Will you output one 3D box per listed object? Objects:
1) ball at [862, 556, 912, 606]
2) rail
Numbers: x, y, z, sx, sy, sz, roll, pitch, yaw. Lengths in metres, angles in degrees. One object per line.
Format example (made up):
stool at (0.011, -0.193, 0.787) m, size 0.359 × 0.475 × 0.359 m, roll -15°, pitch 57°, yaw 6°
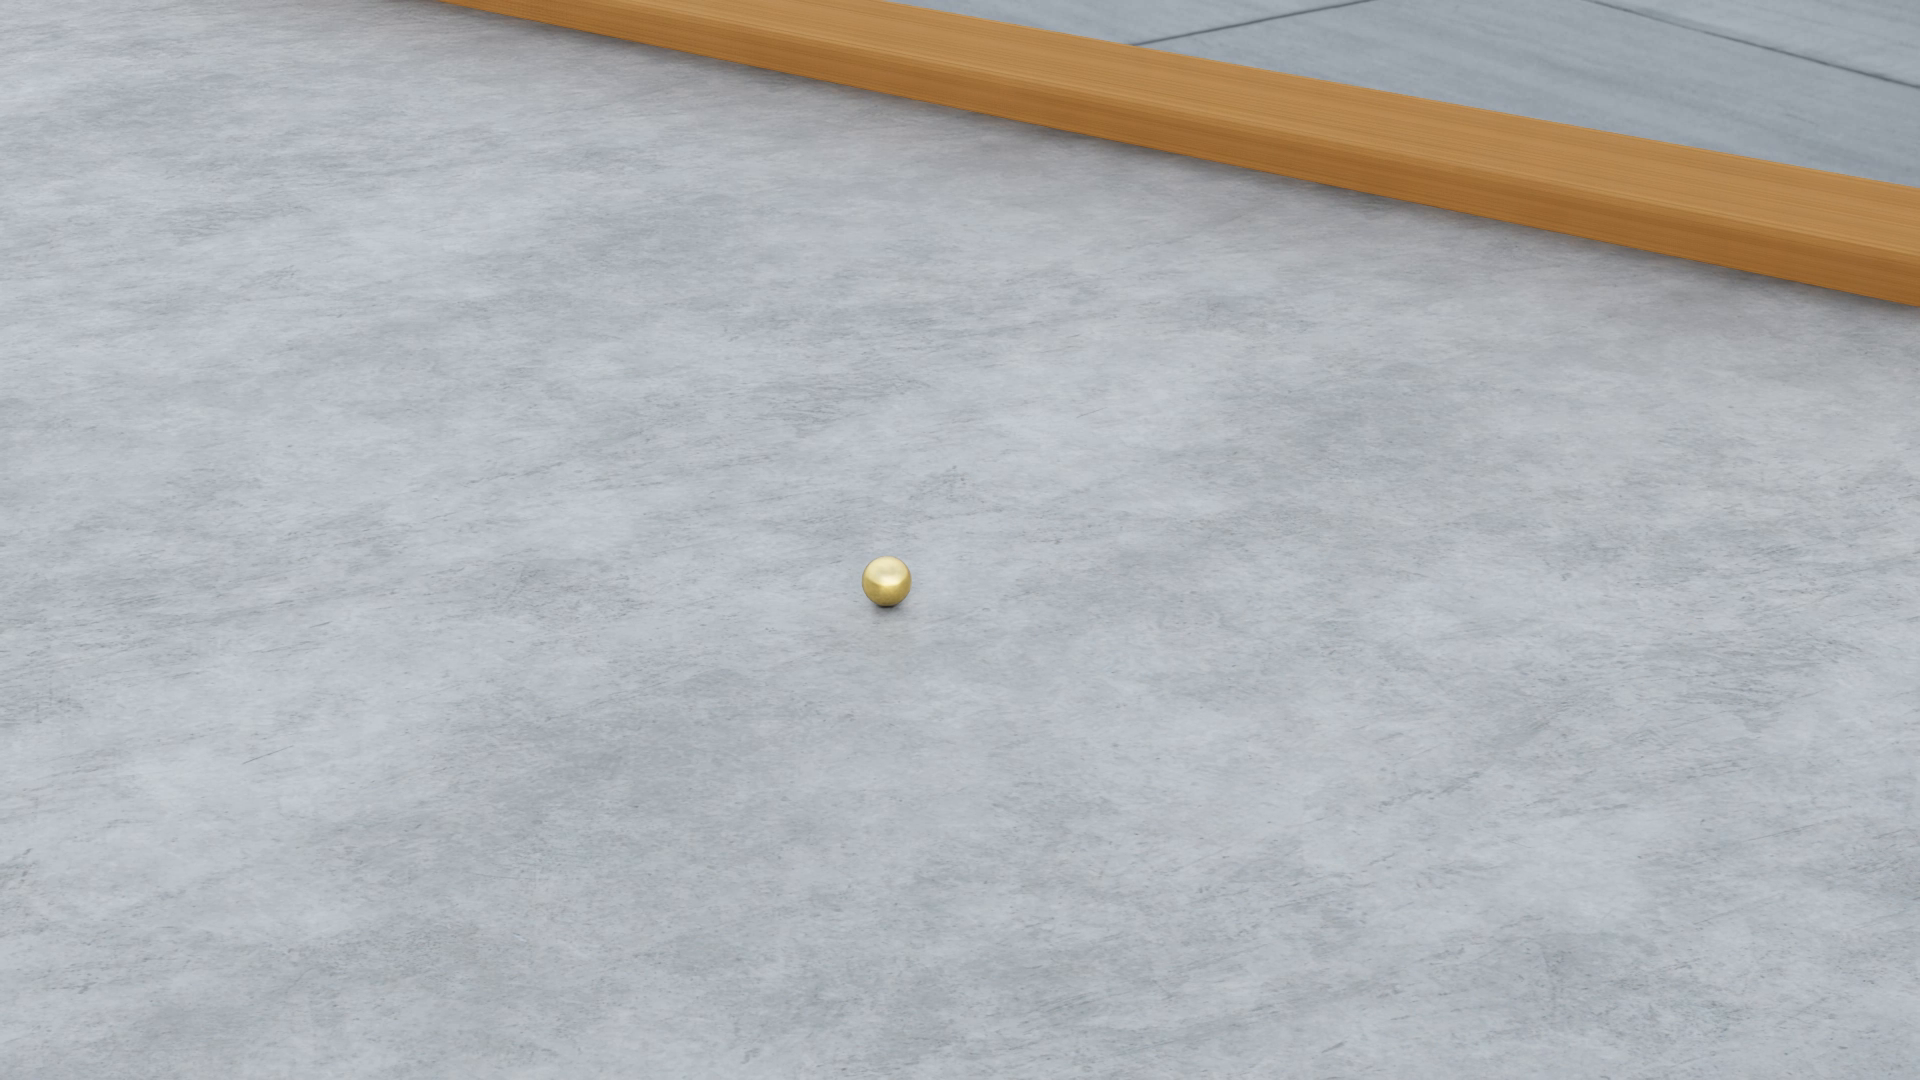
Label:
ball at (-0.061, 0.034, 2.461) m, size 0.042 × 0.042 × 0.042 m, roll 0°, pitch 22°, yaw 0°
rail at (-0.037, -0.657, 4.039) m, size 4.456 × 0.129 × 0.045 m, roll 18°, pitch 28°, yaw 37°
